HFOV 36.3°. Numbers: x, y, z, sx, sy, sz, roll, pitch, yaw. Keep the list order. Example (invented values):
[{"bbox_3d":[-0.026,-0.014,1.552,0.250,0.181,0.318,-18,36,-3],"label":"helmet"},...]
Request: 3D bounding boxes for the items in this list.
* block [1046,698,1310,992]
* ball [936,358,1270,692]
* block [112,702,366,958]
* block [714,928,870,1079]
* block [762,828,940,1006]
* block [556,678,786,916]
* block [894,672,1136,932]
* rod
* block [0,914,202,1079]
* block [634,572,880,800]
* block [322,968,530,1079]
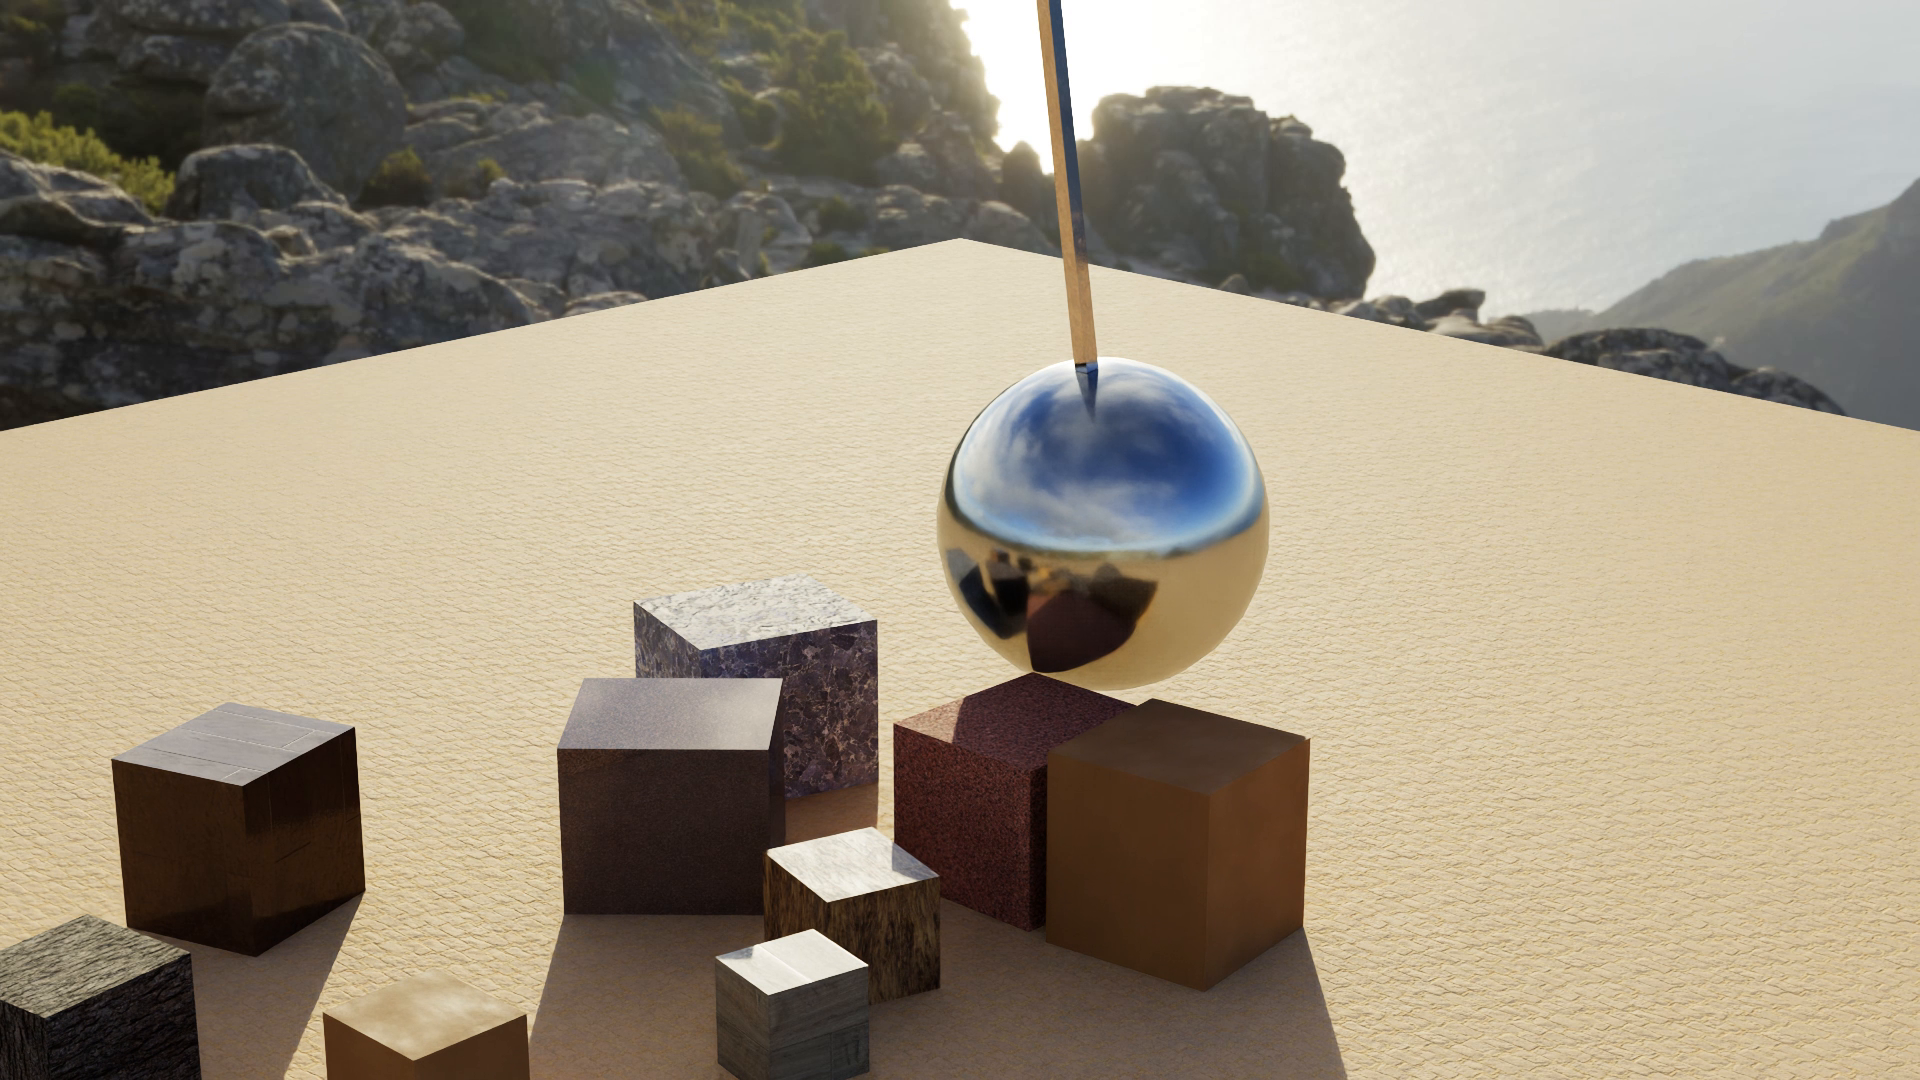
[{"bbox_3d":[0.944,1.302,12.715,0.815,0.891,0.816,13,21,35],"label":"block"},{"bbox_3d":[0.683,-0.074,14.035,1.600,1.600,1.600,0,17,0],"label":"ball"},{"bbox_3d":[-3.183,1.267,12.988,0.711,0.795,0.777,8,19,25],"label":"block"},{"bbox_3d":[-0.663,1.877,11.597,0.456,0.464,0.407,-12,21,-33],"label":"block"},{"bbox_3d":[-0.460,1.603,12.391,0.527,0.512,0.600,-10,20,-28],"label":"block"},{"bbox_3d":[-1.294,1.155,13.350,0.926,0.790,0.897,0,17,1],"label":"block"},{"bbox_3d":[0.323,1.172,13.351,0.836,0.759,0.932,16,24,41],"label":"block"},{"bbox_3d":[0.296,-3.159,12.659,0.080,5.200,0.080,17,33,42],"label":"rod"},{"bbox_3d":[-3.422,1.902,11.323,0.614,0.582,0.684,12,21,34],"label":"block"},{"bbox_3d":[-1.013,0.748,14.551,0.939,0.848,0.832,-9,20,-27],"label":"block"},{"bbox_3d":[-2.016,2.015,11.112,0.572,0.493,0.520,16,23,41],"label":"block"}]
